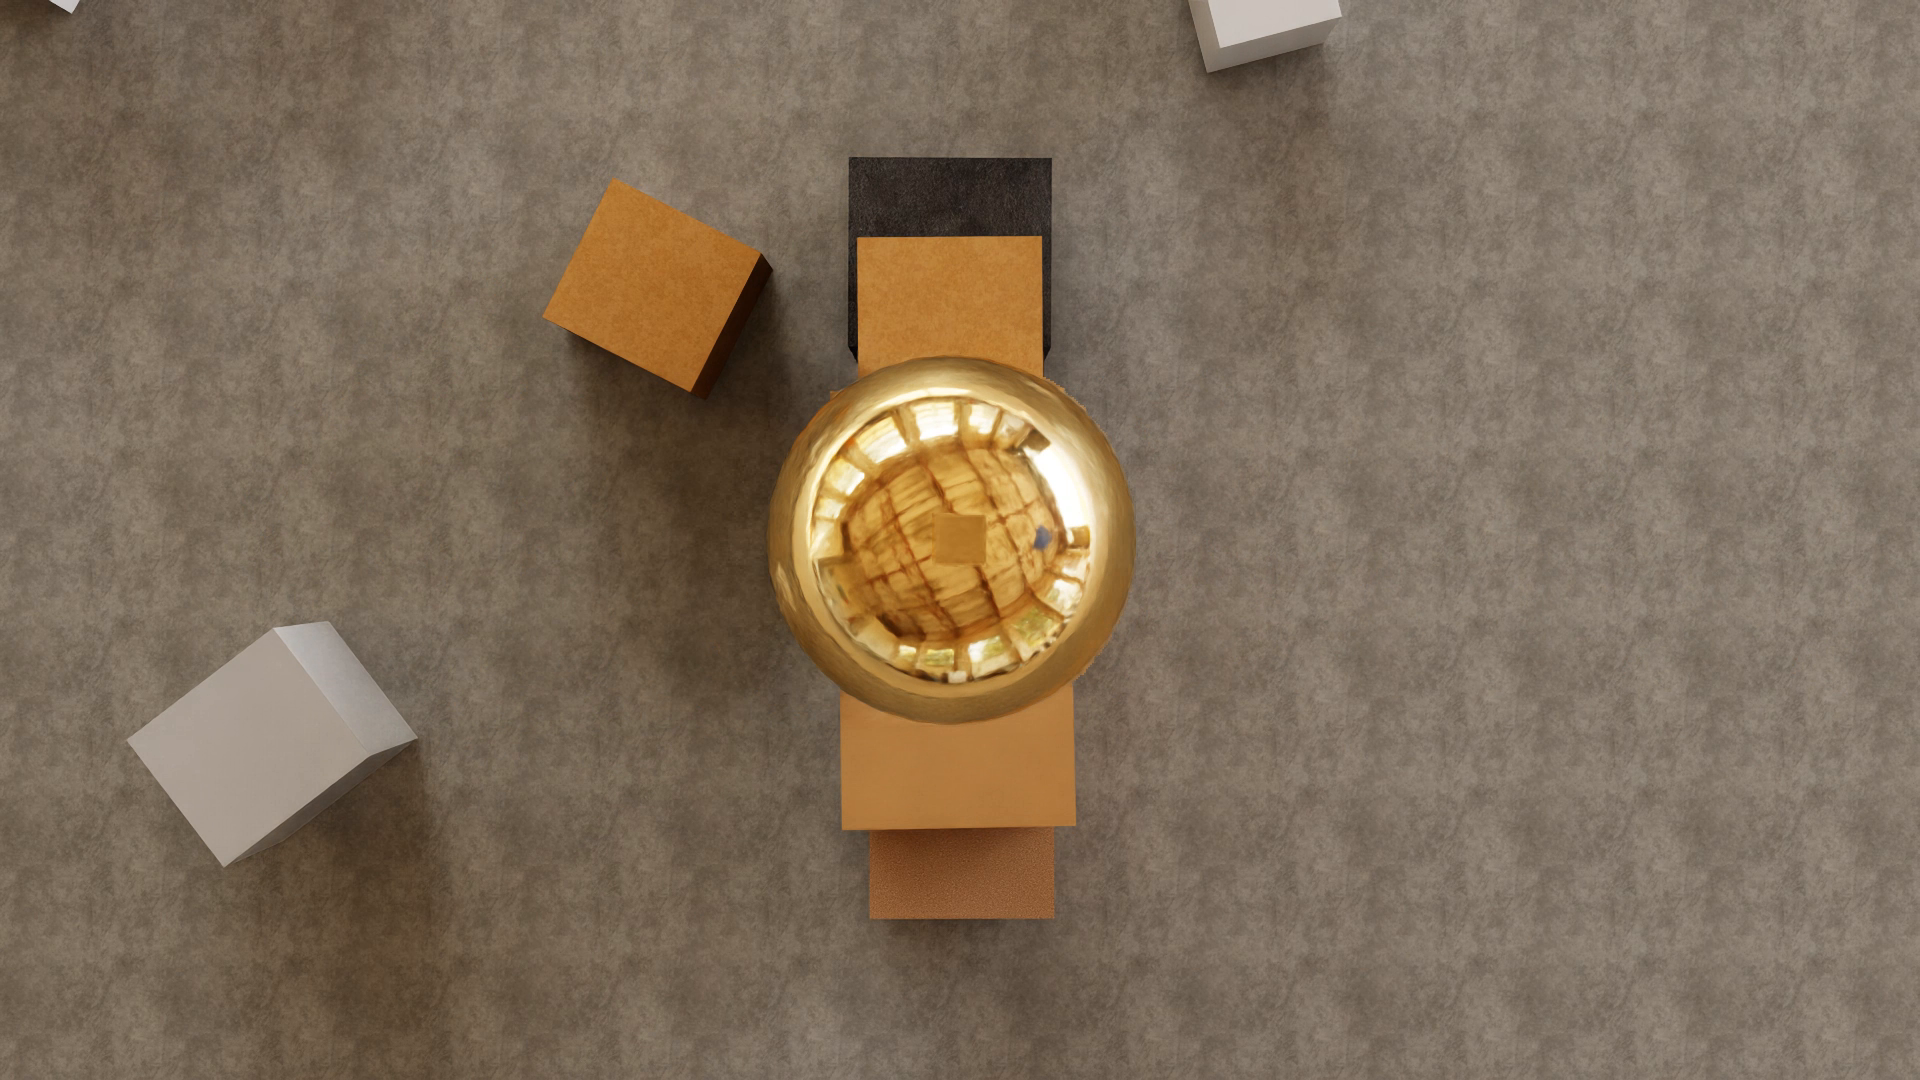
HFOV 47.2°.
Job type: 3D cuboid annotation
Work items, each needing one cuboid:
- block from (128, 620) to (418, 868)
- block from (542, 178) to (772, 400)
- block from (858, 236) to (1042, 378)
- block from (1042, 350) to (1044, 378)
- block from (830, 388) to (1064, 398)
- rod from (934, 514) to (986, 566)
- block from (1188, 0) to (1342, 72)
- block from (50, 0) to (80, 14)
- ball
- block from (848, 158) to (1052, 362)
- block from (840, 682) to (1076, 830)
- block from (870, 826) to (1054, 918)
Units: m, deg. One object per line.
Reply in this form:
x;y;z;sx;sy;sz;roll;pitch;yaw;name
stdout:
-3.866;1.129;12.474;1.002;1.053;0.873;-37;90;0;block
-1.715;-1.420;12.616;0.925;0.768;0.871;27;90;0;block
-0.050;-1.143;11.473;0.931;0.769;0.772;0;90;0;block
-0.019;-0.504;12.531;0.959;0.937;1.072;0;90;0;block
-0.054;-0.250;11.496;1.165;1.133;0.992;-1;90;0;block
-0.016;0.000;6.082;0.080;5.200;0.080;0;90;0;rod
1.704;-3.225;12.670;0.706;0.661;0.776;-15;90;0;block
-5.365;-3.616;12.628;0.717;0.743;0.745;31;90;0;block
-0.037;0.000;9.482;1.600;1.600;1.600;0;90;0;ball
-0.054;-1.553;12.429;1.096;1.143;1.020;0;90;0;block
-0.016;0.871;11.476;1.155;1.193;1.178;-1;86;0;block
0.010;1.549;12.532;1.014;0.936;1.057;0;90;0;block
